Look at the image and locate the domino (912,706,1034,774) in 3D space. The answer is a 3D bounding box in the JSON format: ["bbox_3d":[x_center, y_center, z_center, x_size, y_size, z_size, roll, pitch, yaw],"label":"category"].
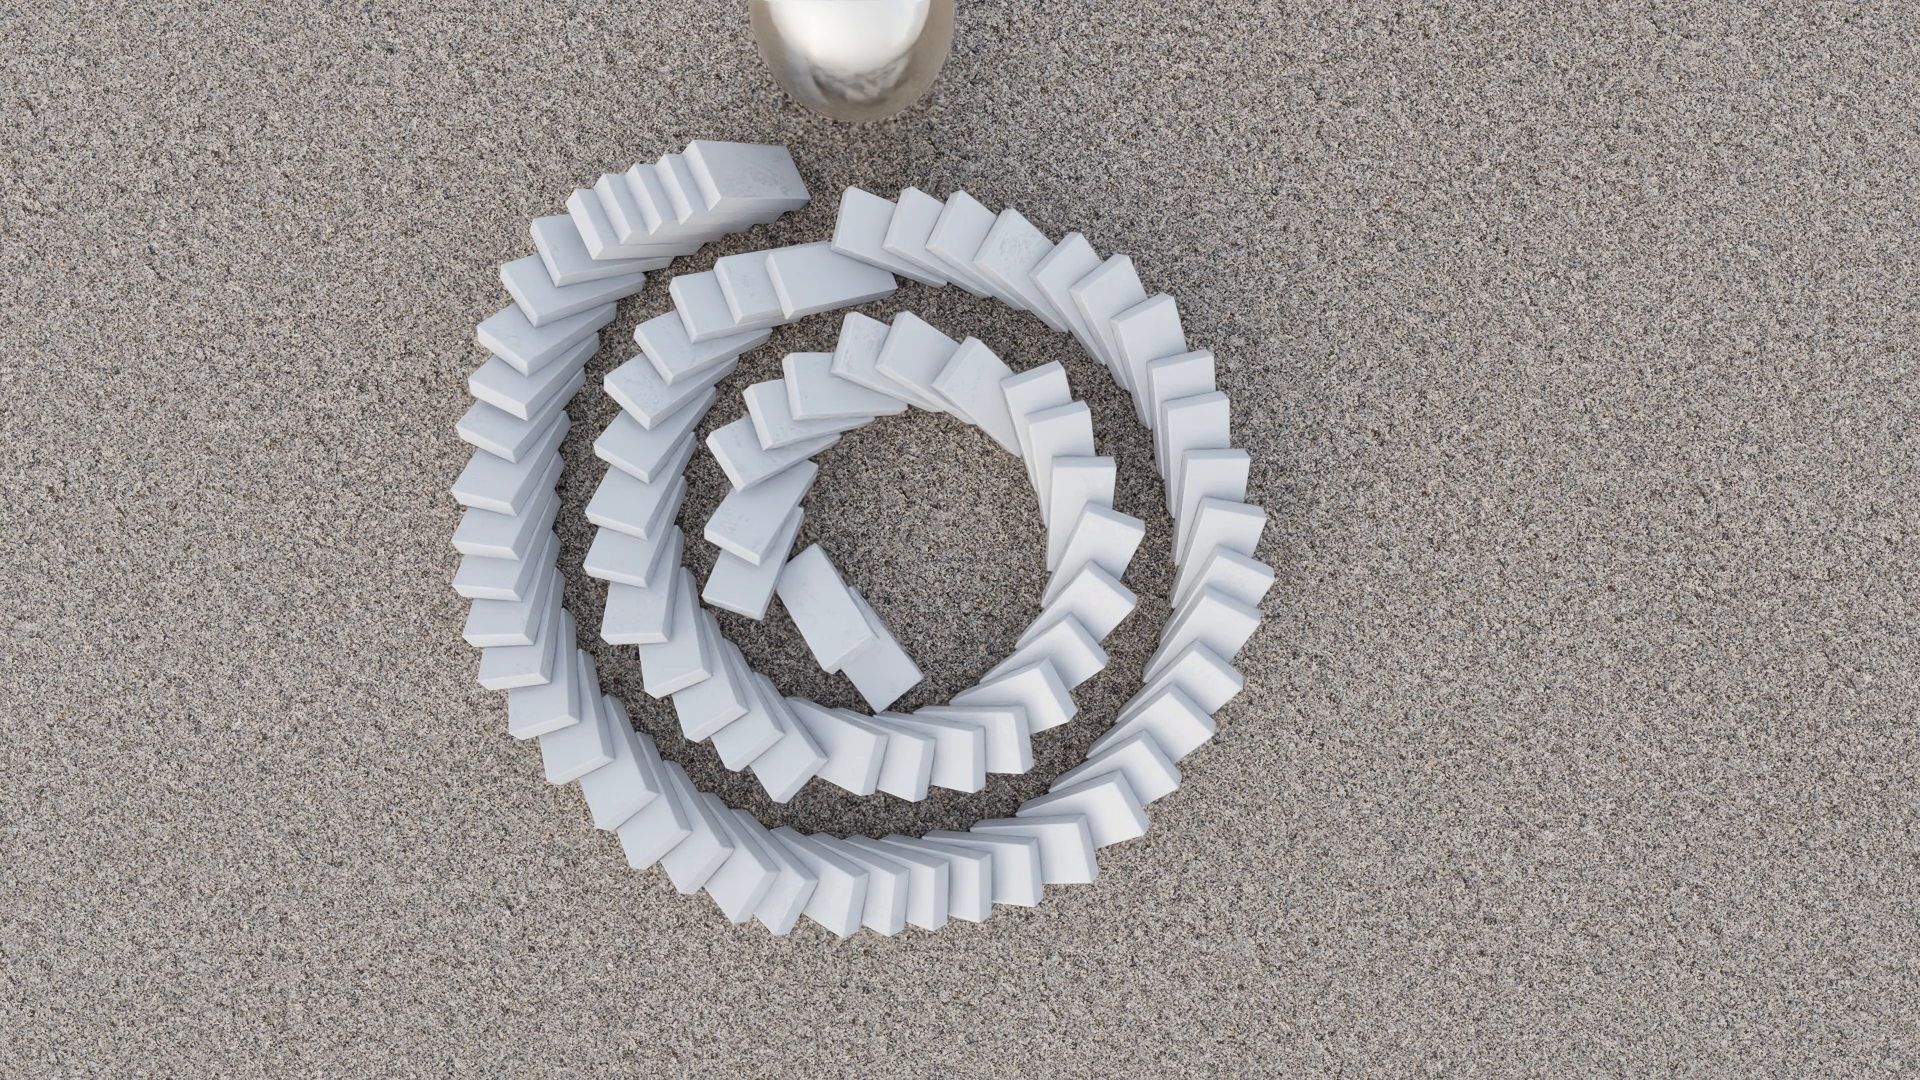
[{"bbox_3d":[0.005,0.083,0.382,0.050,0.009,0.025,-7,93,33],"label":"domino"}]

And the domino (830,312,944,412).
[{"bbox_3d":[-0.027,-0.073,0.382,0.050,0.009,0.025,17,84,-31],"label":"domino"}]

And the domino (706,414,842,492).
[{"bbox_3d":[-0.077,-0.042,0.382,0.050,0.010,0.025,-33,90,-34],"label":"domino"}]

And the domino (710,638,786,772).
[{"bbox_3d":[-0.096,0.068,0.383,0.025,0.009,0.050,-38,59,0],"label":"domino"}]

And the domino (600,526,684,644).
[{"bbox_3d":[-0.132,0.018,0.383,0.025,0.010,0.050,-3,61,2],"label":"domino"}]

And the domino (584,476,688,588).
[{"bbox_3d":[-0.135,-0.006,0.384,0.025,0.010,0.050,12,62,0],"label":"domino"}]

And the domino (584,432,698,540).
[{"bbox_3d":[-0.133,-0.027,0.384,0.025,0.009,0.050,17,62,1],"label":"domino"}]

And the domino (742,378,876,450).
[{"bbox_3d":[-0.062,-0.056,0.382,0.050,0.009,0.025,-19,90,-36],"label":"domino"}]

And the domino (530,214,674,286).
[{"bbox_3d":[-0.148,-0.123,0.381,0.050,0.009,0.025,-25,89,-37],"label":"domino"}]

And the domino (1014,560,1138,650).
[{"bbox_3d":[0.048,0.034,0.384,0.025,0.009,0.050,38,118,-1],"label":"domino"}]

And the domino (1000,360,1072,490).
[{"bbox_3d":[0.036,-0.047,0.382,0.025,0.009,0.050,-20,123,0],"label":"domino"}]

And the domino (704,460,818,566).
[{"bbox_3d":[-0.082,-0.016,0.383,0.025,0.010,0.050,27,60,0],"label":"domino"}]

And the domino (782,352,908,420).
[{"bbox_3d":[-0.047,-0.064,0.381,0.050,0.010,0.025,-8,87,-35],"label":"domino"}]

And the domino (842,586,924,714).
[{"bbox_3d":[-0.041,0.047,0.395,0.025,0.010,0.050,-38,90,0],"label":"domino"}]

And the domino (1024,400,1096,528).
[{"bbox_3d":[0.043,-0.031,0.382,0.025,0.010,0.050,-14,124,-2],"label":"domino"}]

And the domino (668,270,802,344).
[{"bbox_3d":[-0.092,-0.100,0.382,0.050,0.009,0.025,-22,88,-31],"label":"domino"}]

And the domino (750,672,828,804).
[{"bbox_3d":[-0.079,0.082,0.383,0.025,0.009,0.050,-46,59,1],"label":"domino"}]

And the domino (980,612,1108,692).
[{"bbox_3d":[0.035,0.055,0.384,0.050,0.010,0.025,-40,90,28],"label":"domino"}]

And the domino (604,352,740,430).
[{"bbox_3d":[-0.120,-0.070,0.382,0.025,0.009,0.050,43,57,2],"label":"domino"}]

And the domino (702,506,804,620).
[{"bbox_3d":[-0.086,0.006,0.386,0.025,0.009,0.050,18,68,0],"label":"domino"}]

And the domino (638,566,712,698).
[{"bbox_3d":[-0.121,0.038,0.383,0.025,0.010,0.050,-21,59,1],"label":"domino"}]

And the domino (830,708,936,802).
[{"bbox_3d":[-0.035,0.089,0.383,0.050,0.010,0.025,11,91,32],"label":"domino"}]

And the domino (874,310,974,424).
[{"bbox_3d":[-0.009,-0.071,0.382,0.050,0.010,0.025,27,81,-30],"label":"domino"}]

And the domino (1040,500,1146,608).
[{"bbox_3d":[0.055,0.010,0.383,0.025,0.010,0.050,20,120,-3],"label":"domino"}]

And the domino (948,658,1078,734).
[{"bbox_3d":[0.021,0.069,0.381,0.050,0.009,0.025,-28,93,36],"label":"domino"}]

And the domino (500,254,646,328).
[{"bbox_3d":[-0.160,-0.109,0.382,0.050,0.010,0.025,-35,90,-36],"label":"domino"}]

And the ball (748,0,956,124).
[{"bbox_3d":[-0.042,-0.208,0.360,0.080,0.080,0.080,0,90,0],"label":"ball"}]

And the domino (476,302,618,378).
[{"bbox_3d":[-0.171,-0.091,0.381,0.025,0.010,0.050,37,53,1],"label":"domino"}]

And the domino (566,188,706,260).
[{"bbox_3d":[-0.133,-0.130,0.378,0.010,0.050,0.025,-26,90,40],"label":"domino"}]

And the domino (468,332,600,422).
[{"bbox_3d":[-0.176,-0.074,0.381,0.025,0.009,0.050,26,52,0],"label":"domino"}]

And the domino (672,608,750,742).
[{"bbox_3d":[-0.108,0.056,0.382,0.025,0.009,0.050,-32,58,3],"label":"domino"}]

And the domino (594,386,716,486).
[{"bbox_3d":[-0.127,-0.050,0.384,0.025,0.010,0.050,29,62,0],"label":"domino"}]

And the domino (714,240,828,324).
[{"bbox_3d":[-0.074,-0.108,0.383,0.050,0.010,0.025,-21,90,-31],"label":"domino"}]

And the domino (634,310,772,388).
[{"bbox_3d":[-0.106,-0.086,0.382,0.050,0.009,0.025,-35,89,-32],"label":"domino"}]

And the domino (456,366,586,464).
[{"bbox_3d":[-0.182,-0.058,0.383,0.025,0.010,0.050,25,59,0],"label":"domino"}]

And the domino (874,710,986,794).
[{"bbox_3d":[-0.013,0.088,0.382,0.050,0.010,0.025,2,94,33],"label":"domino"}]

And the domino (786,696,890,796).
[{"bbox_3d":[-0.055,0.085,0.383,0.050,0.010,0.025,15,90,32],"label":"domino"}]

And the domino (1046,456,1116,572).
[{"bbox_3d":[0.050,-0.010,0.383,0.025,0.009,0.050,0,122,0],"label":"domino"}]

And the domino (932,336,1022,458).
[{"bbox_3d":[0.014,-0.059,0.382,0.050,0.009,0.025,37,90,-36],"label":"domino"}]

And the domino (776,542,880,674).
[{"bbox_3d":[-0.057,0.028,0.385,0.025,0.010,0.050,-36,66,1],"label":"domino"}]
